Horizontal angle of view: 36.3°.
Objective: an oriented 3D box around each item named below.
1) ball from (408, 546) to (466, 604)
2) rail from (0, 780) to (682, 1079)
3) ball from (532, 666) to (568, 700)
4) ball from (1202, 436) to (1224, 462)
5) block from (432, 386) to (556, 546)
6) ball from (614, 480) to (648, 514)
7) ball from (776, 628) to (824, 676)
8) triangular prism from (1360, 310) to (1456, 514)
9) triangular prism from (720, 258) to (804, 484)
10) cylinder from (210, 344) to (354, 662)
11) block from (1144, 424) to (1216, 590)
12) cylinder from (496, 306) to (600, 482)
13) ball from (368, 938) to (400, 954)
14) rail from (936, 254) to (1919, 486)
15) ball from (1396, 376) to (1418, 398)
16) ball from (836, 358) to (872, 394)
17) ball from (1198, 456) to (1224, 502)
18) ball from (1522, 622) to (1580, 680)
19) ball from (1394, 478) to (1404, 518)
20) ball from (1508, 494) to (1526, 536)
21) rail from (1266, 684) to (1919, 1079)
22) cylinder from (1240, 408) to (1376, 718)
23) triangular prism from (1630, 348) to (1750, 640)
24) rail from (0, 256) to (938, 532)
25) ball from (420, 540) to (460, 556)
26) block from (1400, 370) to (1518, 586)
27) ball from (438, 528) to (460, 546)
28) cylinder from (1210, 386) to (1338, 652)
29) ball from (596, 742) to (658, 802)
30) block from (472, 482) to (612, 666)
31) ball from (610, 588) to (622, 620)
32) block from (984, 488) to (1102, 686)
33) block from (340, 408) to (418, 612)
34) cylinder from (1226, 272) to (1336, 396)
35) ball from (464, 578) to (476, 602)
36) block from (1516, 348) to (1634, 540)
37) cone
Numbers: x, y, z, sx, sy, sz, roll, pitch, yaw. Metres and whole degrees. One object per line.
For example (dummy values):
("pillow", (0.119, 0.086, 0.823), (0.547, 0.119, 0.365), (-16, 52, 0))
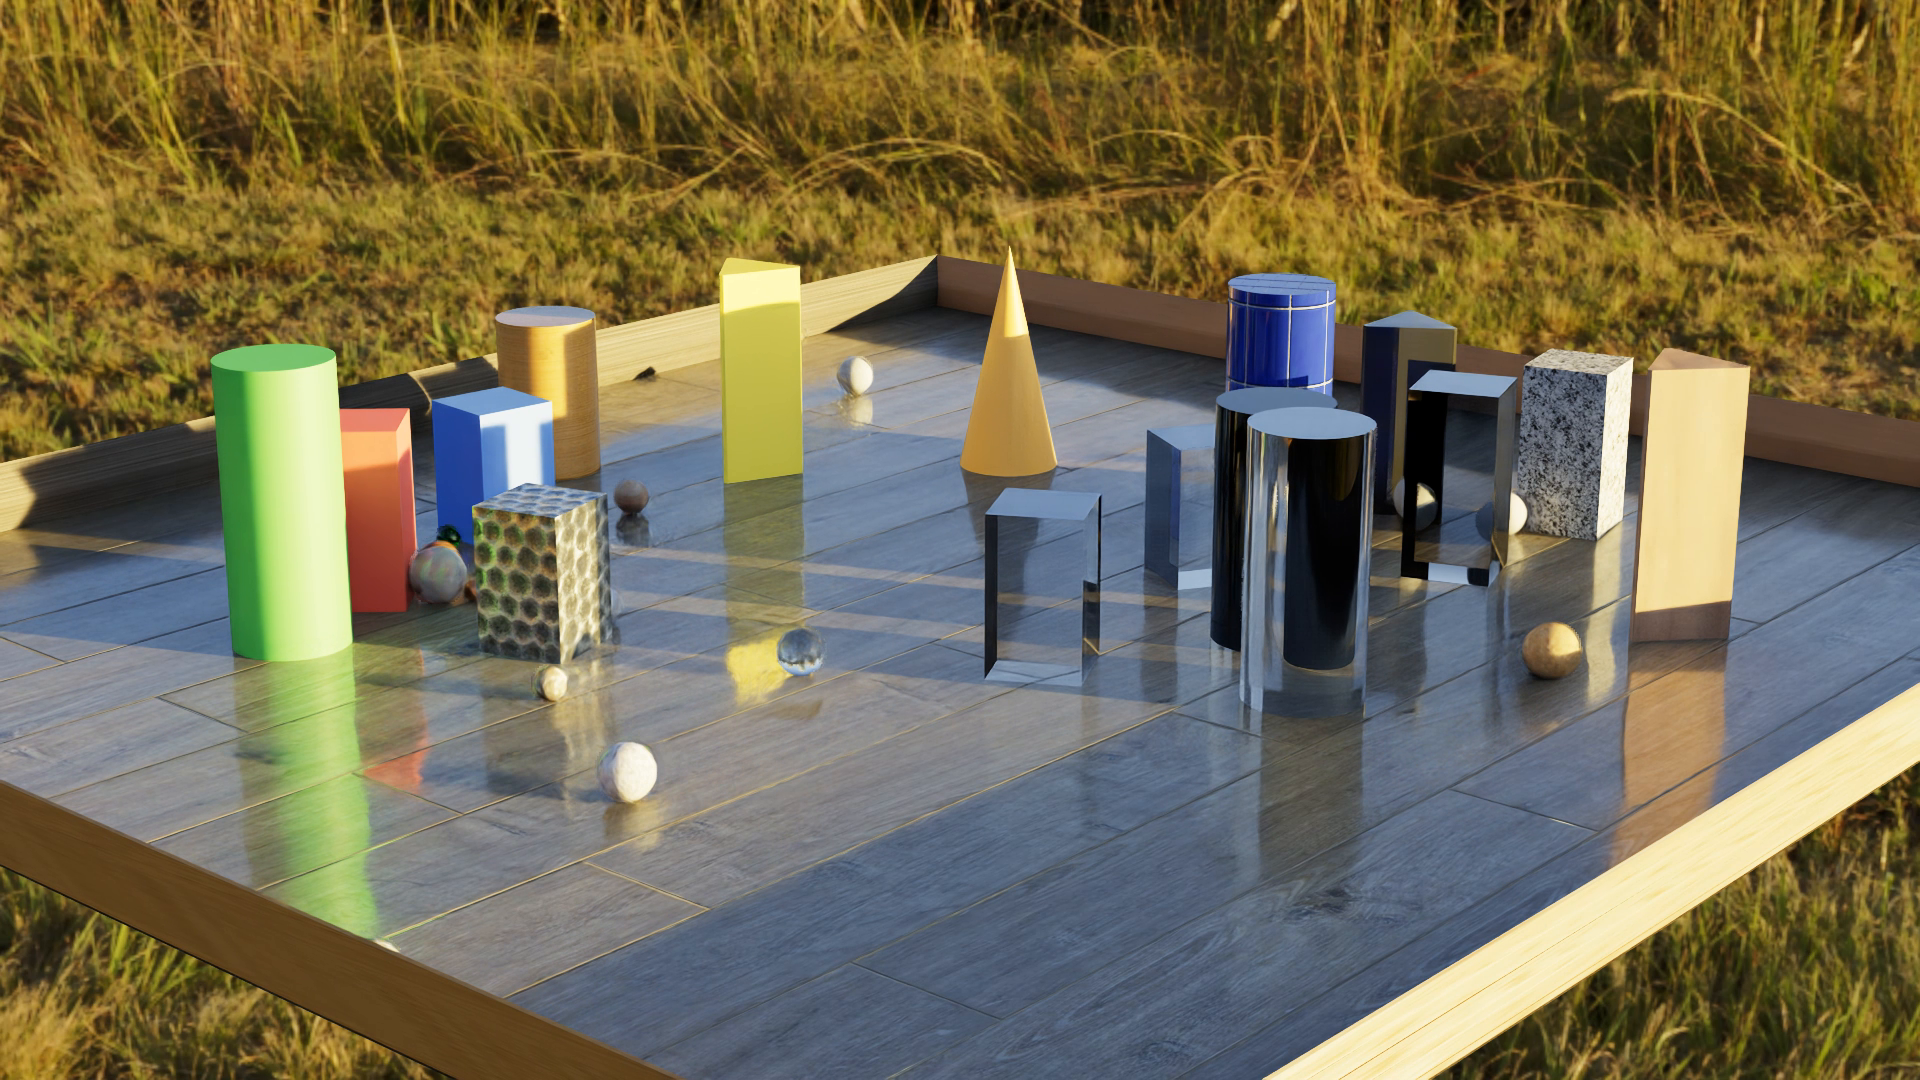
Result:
("ball", (-0.905, 0.060, 5.083), (0.099, 0.099, 0.099), (0, 17, 0))
("rail", (-1.143, 0.412, 3.860), (3.223, 0.129, 0.045), (14, 22, 39))
("ball", (-0.645, 0.225, 4.611), (0.054, 0.054, 0.054), (0, 17, 0))
("ball", (0.519, -0.185, 5.974), (0.053, 0.053, 0.053), (0, 17, 0))
("block", (-0.867, -0.136, 5.462), (0.159, 0.255, 0.159), (-15, 22, -41))
("ball", (-0.629, -0.083, 5.617), (0.065, 0.065, 0.065), (0, 17, 0))
("ball", (-0.257, 0.180, 4.721), (0.078, 0.078, 0.078), (0, 17, 0))
("triangular prism", (0.857, -0.245, 5.632), (0.172, 0.367, 0.149), (2, 17, 8))
("triangular prism", (-0.427, -0.345, 5.869), (0.172, 0.421, 0.149), (-9, 19, -28))
("cylinder", (-1.112, -0.063, 4.820), (0.198, 0.486, 0.198), (0, 17, 0))
("block", (0.434, -0.062, 5.222), (0.159, 0.253, 0.159), (-6, 18, -18))
("cylinder", (-0.826, -0.295, 5.889), (0.198, 0.315, 0.198), (0, 17, 0))
("ball", (-0.718, 0.525, 3.581), (0.076, 0.076, 0.076), (0, 17, 0))
("rail", (1.143, -0.347, 6.380), (3.223, 0.129, 0.045), (14, 22, 39))
("ball", (0.987, -0.337, 6.487), (0.049, 0.049, 0.049), (0, 17, 0))
("ball", (-0.234, -0.365, 6.527), (0.080, 0.080, 0.080), (0, 17, 0))
("ball", (0.504, -0.117, 5.689), (0.089, 0.089, 0.089), (0, 17, 0))
("ball", (0.948, 0.178, 4.706), (0.091, 0.091, 0.091), (0, 17, 0))
("ball", (0.869, -0.079, 5.546), (0.097, 0.097, 0.097), (0, 17, 0))
("ball", (1.016, -0.049, 5.474), (0.083, 0.083, 0.083), (0, 17, 0))
("rail", (1.199, 0.333, 4.123), (0.045, 0.129, 3.533), (14, 22, 39))
("cylinder", (0.540, 0.034, 4.568), (0.198, 0.447, 0.198), (0, 17, 0))
("triangular prism", (1.195, -0.078, 4.908), (0.172, 0.464, 0.149), (-2, 17, -7))
("rail", (-1.199, -0.268, 6.117), (0.045, 0.129, 3.533), (14, 22, 39))
("ball", (-0.924, 0.037, 5.199), (0.076, 0.076, 0.076), (0, 17, 0))
("block", (0.890, -0.112, 5.229), (0.159, 0.344, 0.159), (7, 18, 21))
("ball", (-0.941, -0.003, 5.393), (0.041, 0.041, 0.041), (0, 17, 0))
("cylinder", (0.519, -0.033, 4.861), (0.198, 0.405, 0.198), (0, 17, 0))
("ball", (-0.478, 0.332, 4.201), (0.087, 0.087, 0.087), (0, 17, 0))
("block", (-0.688, 0.054, 4.842), (0.159, 0.250, 0.159), (8, 18, 24))
("ball", (-0.607, 0.108, 4.987), (0.062, 0.062, 0.062), (0, 17, 0))
("block", (0.134, 0.074, 4.728), (0.159, 0.277, 0.159), (4, 17, 12))
("block", (-1.035, -0.052, 5.071), (0.159, 0.320, 0.159), (-1, 17, -2))
("cylinder", (0.593, -0.247, 5.460), (0.198, 0.469, 0.198), (0, 17, 0))
("ball", (-0.841, 0.087, 5.095), (0.041, 0.041, 0.041), (0, 17, 0))
("block", (1.153, -0.181, 5.506), (0.159, 0.316, 0.159), (9, 19, 28))
("cone", (0.099, -0.372, 5.907), (0.198, 0.450, 0.198), (0, 17, 0))
